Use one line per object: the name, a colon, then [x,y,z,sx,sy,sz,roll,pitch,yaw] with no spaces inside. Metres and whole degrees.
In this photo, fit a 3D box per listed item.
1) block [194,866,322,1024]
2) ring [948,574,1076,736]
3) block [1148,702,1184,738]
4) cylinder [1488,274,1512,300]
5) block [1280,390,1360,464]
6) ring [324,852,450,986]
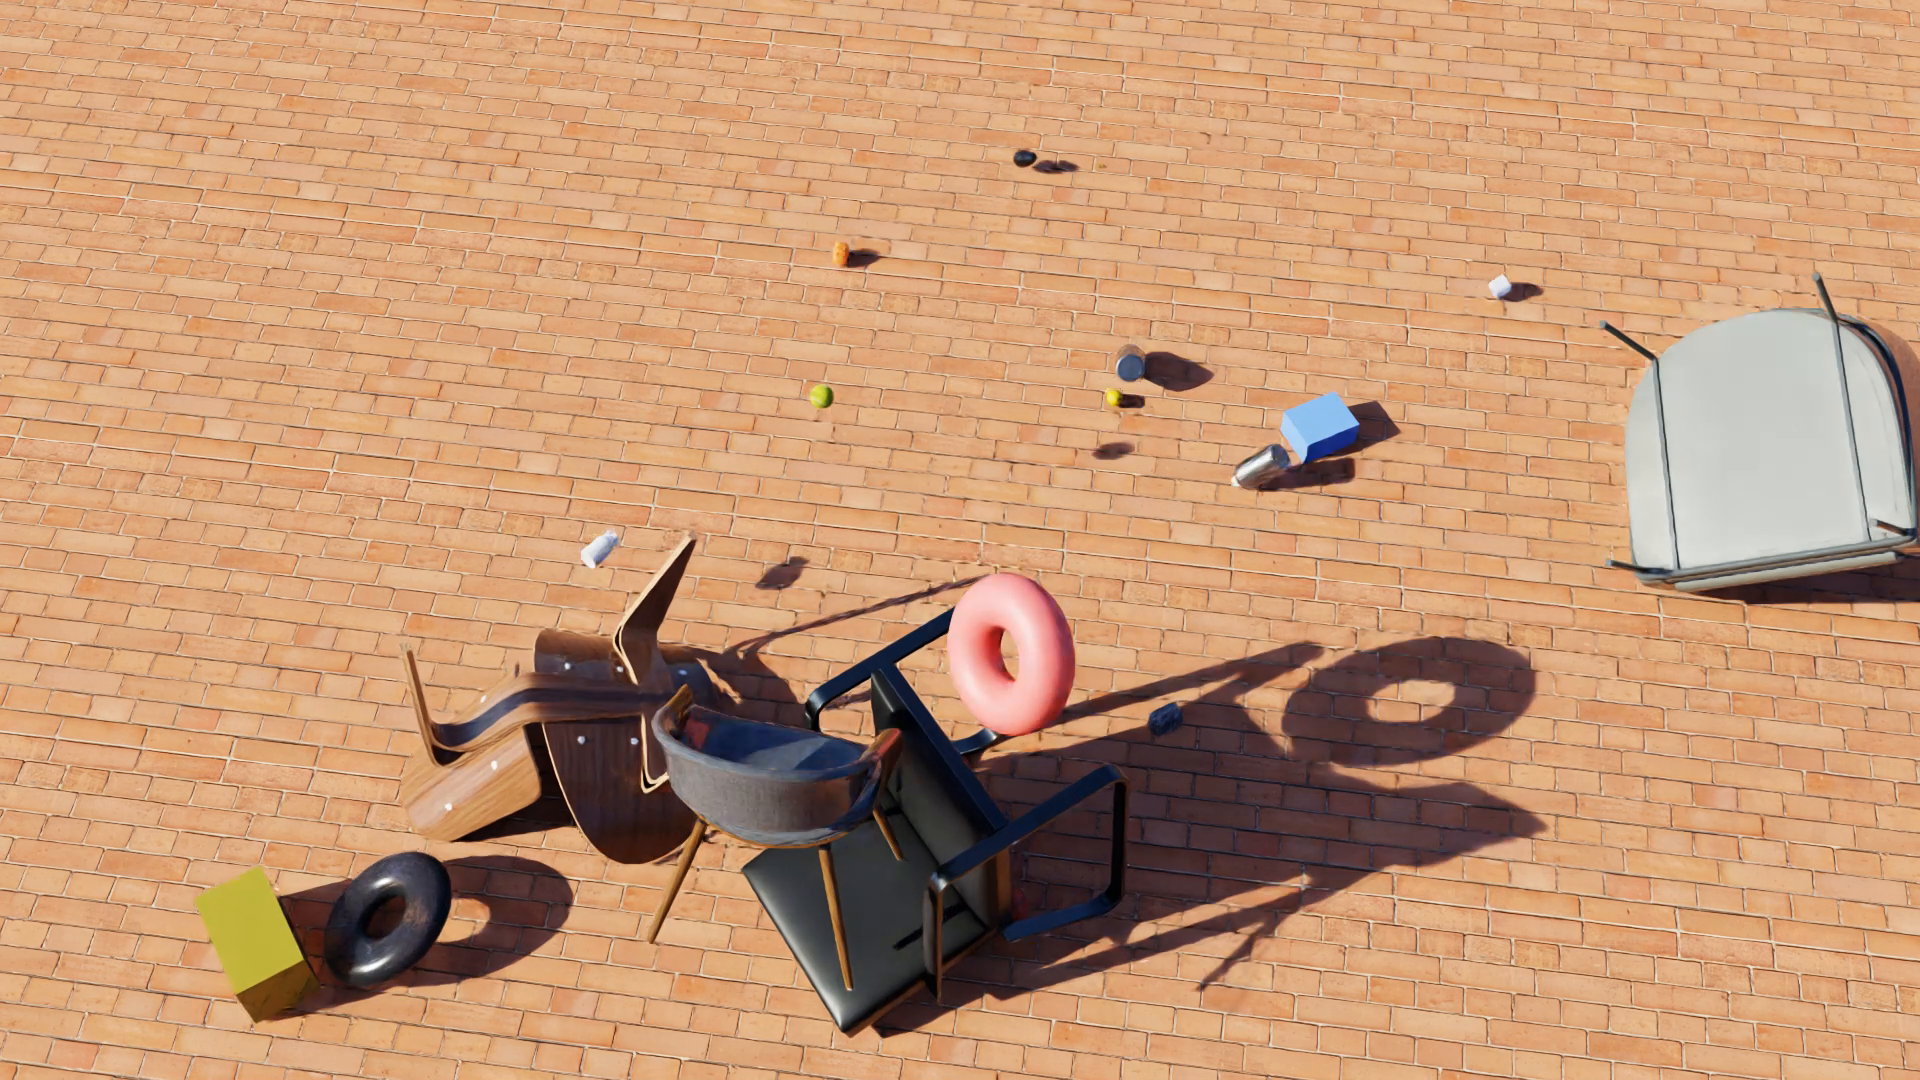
block: [-1.834,1.056,5.748,0.184,0.175,0.319,-27,57,-16]
ring: [0.125,0.286,5.490,0.142,0.413,0.399,-10,24,-41]
block: [0.579,0.505,6.195,0.082,0.067,0.049,-24,59,-15]
cylinder: [1.733,-0.812,7.061,0.051,0.080,0.061,-33,90,7]
block: [1.104,-0.346,6.748,0.181,0.096,0.143,-22,59,-14]
ring: [-1.507,0.995,5.788,0.402,0.082,0.358,-38,49,2]
